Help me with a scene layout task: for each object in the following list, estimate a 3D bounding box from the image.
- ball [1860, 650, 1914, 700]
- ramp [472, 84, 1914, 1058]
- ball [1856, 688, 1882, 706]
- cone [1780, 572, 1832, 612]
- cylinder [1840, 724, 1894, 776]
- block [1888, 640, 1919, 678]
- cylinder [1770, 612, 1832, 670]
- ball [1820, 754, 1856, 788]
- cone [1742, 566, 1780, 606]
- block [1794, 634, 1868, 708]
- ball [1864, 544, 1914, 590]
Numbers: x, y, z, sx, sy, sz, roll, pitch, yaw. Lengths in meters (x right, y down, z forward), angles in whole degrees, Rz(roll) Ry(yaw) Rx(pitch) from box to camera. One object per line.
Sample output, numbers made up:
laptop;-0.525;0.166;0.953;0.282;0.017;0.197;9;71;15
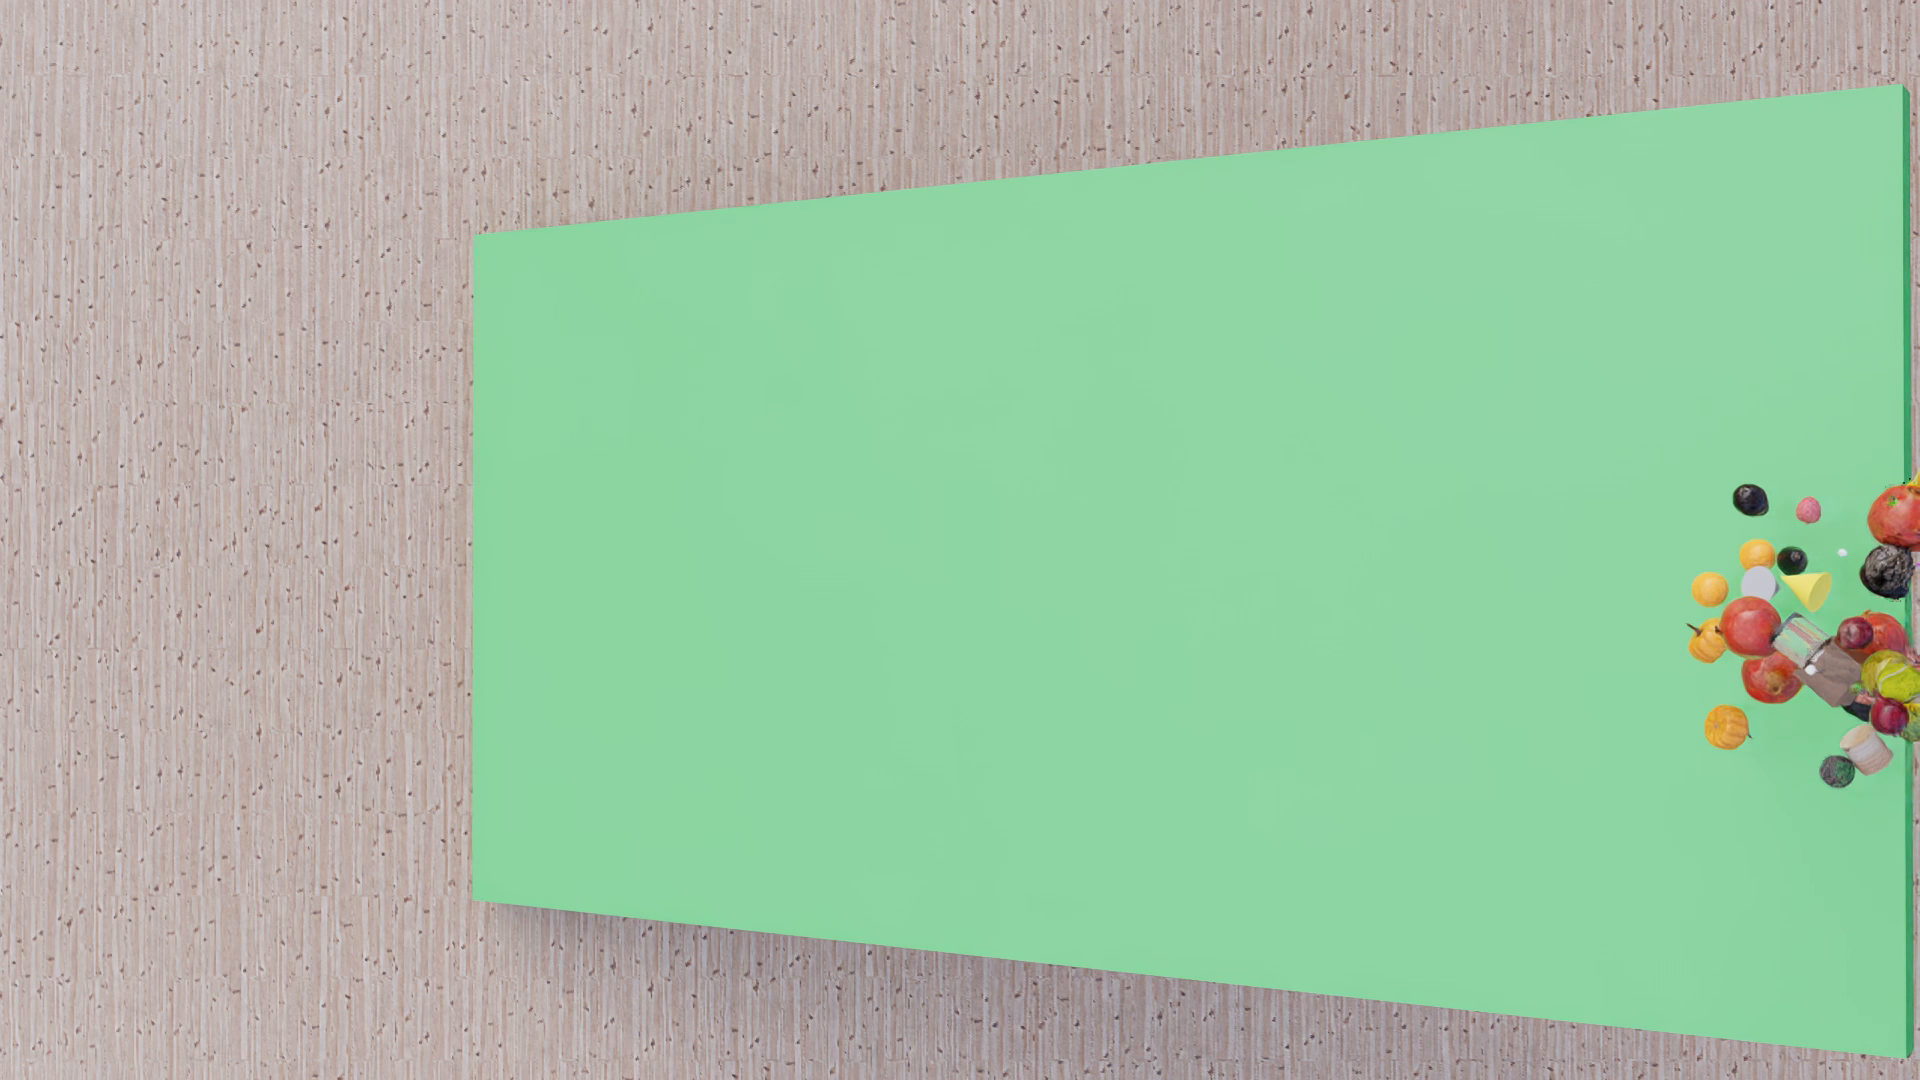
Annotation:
ball;1.589;0.231;3.768;0.085;0.085;0.085;0;89;0
ramp;0.262;0.072;5.606;4.000;0.100;2.000;0;89;32
ball;1.689;0.269;4.092;0.075;0.075;0.075;0;89;0
cone;1.653;0.087;4.326;0.085;0.085;0.085;28;89;42
cylinder;1.495;0.346;3.628;0.060;0.060;0.060;-40;97;0
block;1.760;0.230;4.104;0.054;0.054;0.054;-35;95;26
cylinder;1.466;0.176;3.836;0.073;0.073;0.073;-47;63;0
ball;1.457;0.384;3.650;0.055;0.055;0.055;0;89;0
cone;1.535;0.090;4.168;0.074;0.074;0.074;8;89;-36
block;1.592;0.237;3.988;0.091;0.091;0.091;48;119;31
ball;1.507;0.044;3.567;0.075;0.075;0.075;0;89;0
